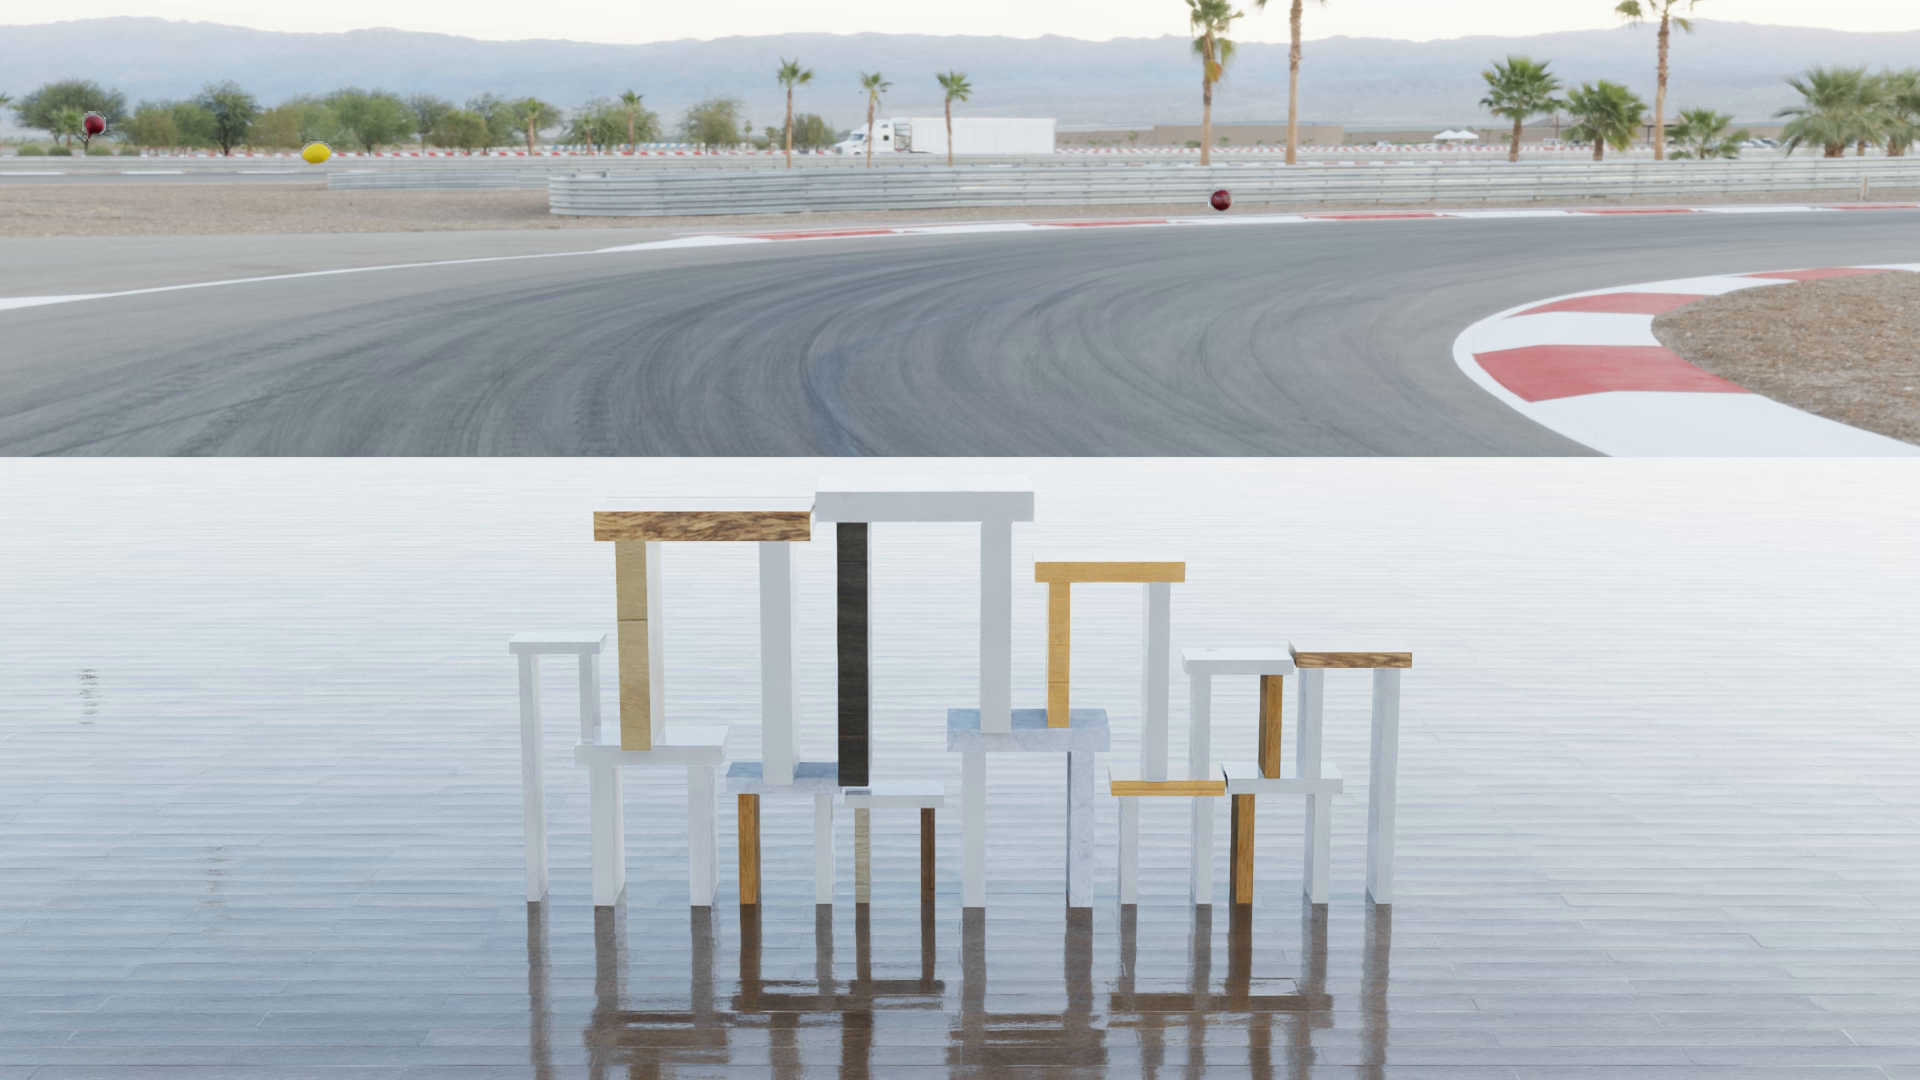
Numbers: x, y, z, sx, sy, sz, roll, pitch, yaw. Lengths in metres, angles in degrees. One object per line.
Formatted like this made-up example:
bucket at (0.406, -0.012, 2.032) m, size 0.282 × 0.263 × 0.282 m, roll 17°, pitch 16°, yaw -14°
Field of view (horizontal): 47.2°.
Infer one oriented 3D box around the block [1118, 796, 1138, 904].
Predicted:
block at (0.279, 0.500, 3.649) m, size 0.026 × 0.185 × 0.092 m, roll 0°, pitch 11°, yaw 0°

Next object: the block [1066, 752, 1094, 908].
block at (0.199, 0.460, 3.646) m, size 0.037 × 0.264 × 0.132 m, roll 0°, pitch 11°, yaw 0°

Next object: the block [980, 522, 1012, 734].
block at (0.057, 0.125, 3.579) m, size 0.049 × 0.345 × 0.172 m, roll 0°, pitch 11°, yaw 0°

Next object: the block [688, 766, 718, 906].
block at (-0.426, 0.472, 3.649) m, size 0.034 × 0.239 × 0.119 m, roll 0°, pitch 11°, yaw 0°

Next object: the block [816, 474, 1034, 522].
block at (-0.056, -0.068, 3.542) m, size 0.345 × 0.049 × 0.172 m, roll 0°, pitch 11°, yaw -1°

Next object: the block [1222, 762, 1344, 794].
block at (0.531, 0.393, 3.632) m, size 0.187 × 0.027 × 0.094 m, roll 0°, pitch 11°, yaw 0°

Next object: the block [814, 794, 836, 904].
block at (-0.224, 0.498, 3.650) m, size 0.027 × 0.188 × 0.094 m, roll 0°, pitch 11°, yaw 0°

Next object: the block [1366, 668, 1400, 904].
block at (0.698, 0.394, 3.630) m, size 0.026 × 0.399 × 0.093 m, roll 0°, pitch 11°, yaw 0°

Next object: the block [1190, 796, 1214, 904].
block at (0.402, 0.500, 3.649) m, size 0.026 × 0.185 × 0.092 m, roll 0°, pitch 11°, yaw 0°

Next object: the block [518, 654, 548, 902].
block at (-0.704, 0.384, 3.630) m, size 0.021 × 0.419 × 0.073 m, roll 0°, pitch 11°, yaw 0°

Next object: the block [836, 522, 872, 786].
block at (-0.171, 0.169, 3.581) m, size 0.049 × 0.431 × 0.172 m, roll 0°, pitch 11°, yaw 0°

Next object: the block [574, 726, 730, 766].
block at (-0.505, 0.338, 3.625) m, size 0.239 × 0.034 × 0.119 m, roll 0°, pitch 11°, yaw 0°

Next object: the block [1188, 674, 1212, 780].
block at (0.394, 0.297, 3.610) m, size 0.025 × 0.177 × 0.087 m, roll 0°, pitch 11°, yaw 0°

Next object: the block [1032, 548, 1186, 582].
block at (0.240, 0.040, 3.572) m, size 0.240 × 0.034 × 0.120 m, roll 0°, pitch 11°, yaw 0°

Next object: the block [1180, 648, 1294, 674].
block at (0.452, 0.198, 3.592) m, size 0.174 × 0.025 × 0.087 m, roll 0°, pitch 11°, yaw 0°

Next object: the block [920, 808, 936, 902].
block at (-0.053, 0.511, 3.651) m, size 0.023 × 0.162 × 0.081 m, roll 0°, pitch 11°, yaw 0°

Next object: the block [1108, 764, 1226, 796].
block at (0.340, 0.396, 3.630) m, size 0.185 × 0.026 × 0.092 m, roll 0°, pitch 11°, yaw 0°

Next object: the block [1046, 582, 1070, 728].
block at (0.159, 0.175, 3.597) m, size 0.034 × 0.240 × 0.120 m, roll 0°, pitch 11°, yaw 0°

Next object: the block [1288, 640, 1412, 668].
block at (0.636, 0.185, 3.591) m, size 0.185 × 0.026 × 0.093 m, roll 0°, pitch 11°, yaw 0°

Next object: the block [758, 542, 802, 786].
block at (-0.293, 0.183, 3.589) m, size 0.048 × 0.400 × 0.171 m, roll 0°, pitch 11°, yaw 0°

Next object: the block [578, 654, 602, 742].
block at (-0.607, 0.250, 3.605) m, size 0.021 × 0.147 × 0.073 m, roll 0°, pitch 11°, yaw 0°

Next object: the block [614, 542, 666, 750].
block at (-0.520, 0.155, 3.585) m, size 0.048 × 0.342 × 0.171 m, roll 0°, pitch 11°, yaw 0°

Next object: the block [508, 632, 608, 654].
block at (-0.656, 0.168, 3.590) m, size 0.147 × 0.021 × 0.073 m, roll 0°, pitch 11°, yaw 0°

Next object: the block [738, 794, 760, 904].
block at (-0.349, 0.498, 3.651) m, size 0.027 × 0.188 × 0.094 m, roll 0°, pitch 11°, yaw 0°

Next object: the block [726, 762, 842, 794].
block at (-0.287, 0.392, 3.629) m, size 0.188 × 0.027 × 0.094 m, roll 0°, pitch 11°, yaw 1°

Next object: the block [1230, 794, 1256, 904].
block at (0.469, 0.498, 3.652) m, size 0.027 × 0.187 × 0.094 m, roll 0°, pitch 11°, yaw 0°

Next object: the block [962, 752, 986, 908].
block at (0.023, 0.460, 3.646) m, size 0.037 × 0.264 × 0.132 m, roll 0°, pitch 11°, yaw 0°

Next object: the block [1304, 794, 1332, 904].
block at (0.593, 0.498, 3.652) m, size 0.027 × 0.187 × 0.094 m, roll 0°, pitch 11°, yaw 0°

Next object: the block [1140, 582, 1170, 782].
block at (0.320, 0.219, 3.605) m, size 0.034 × 0.331 × 0.120 m, roll 0°, pitch 11°, yaw 0°

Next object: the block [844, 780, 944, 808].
block at (-0.107, 0.420, 3.634) m, size 0.162 × 0.023 × 0.081 m, roll 0°, pitch 11°, yaw 0°

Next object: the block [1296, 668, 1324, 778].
block at (0.574, 0.289, 3.610) m, size 0.026 × 0.185 × 0.093 m, roll 0°, pitch 11°, yaw 0°

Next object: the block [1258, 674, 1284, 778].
block at (0.510, 0.295, 3.610) m, size 0.025 × 0.174 × 0.087 m, roll 0°, pitch 11°, yaw 0°

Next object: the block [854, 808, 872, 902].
block at (-0.161, 0.511, 3.651) m, size 0.023 × 0.162 × 0.081 m, roll 0°, pitch 11°, yaw 0°

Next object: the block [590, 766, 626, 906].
block at (-0.585, 0.472, 3.650) m, size 0.034 × 0.239 × 0.119 m, roll 0°, pitch 11°, yaw 0°

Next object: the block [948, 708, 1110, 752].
block at (0.111, 0.312, 3.618) m, size 0.264 × 0.037 × 0.132 m, roll 0°, pitch 11°, yaw 0°

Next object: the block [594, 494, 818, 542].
block at (-0.406, -0.037, 3.549) m, size 0.342 × 0.048 × 0.171 m, roll 0°, pitch 11°, yaw 0°
